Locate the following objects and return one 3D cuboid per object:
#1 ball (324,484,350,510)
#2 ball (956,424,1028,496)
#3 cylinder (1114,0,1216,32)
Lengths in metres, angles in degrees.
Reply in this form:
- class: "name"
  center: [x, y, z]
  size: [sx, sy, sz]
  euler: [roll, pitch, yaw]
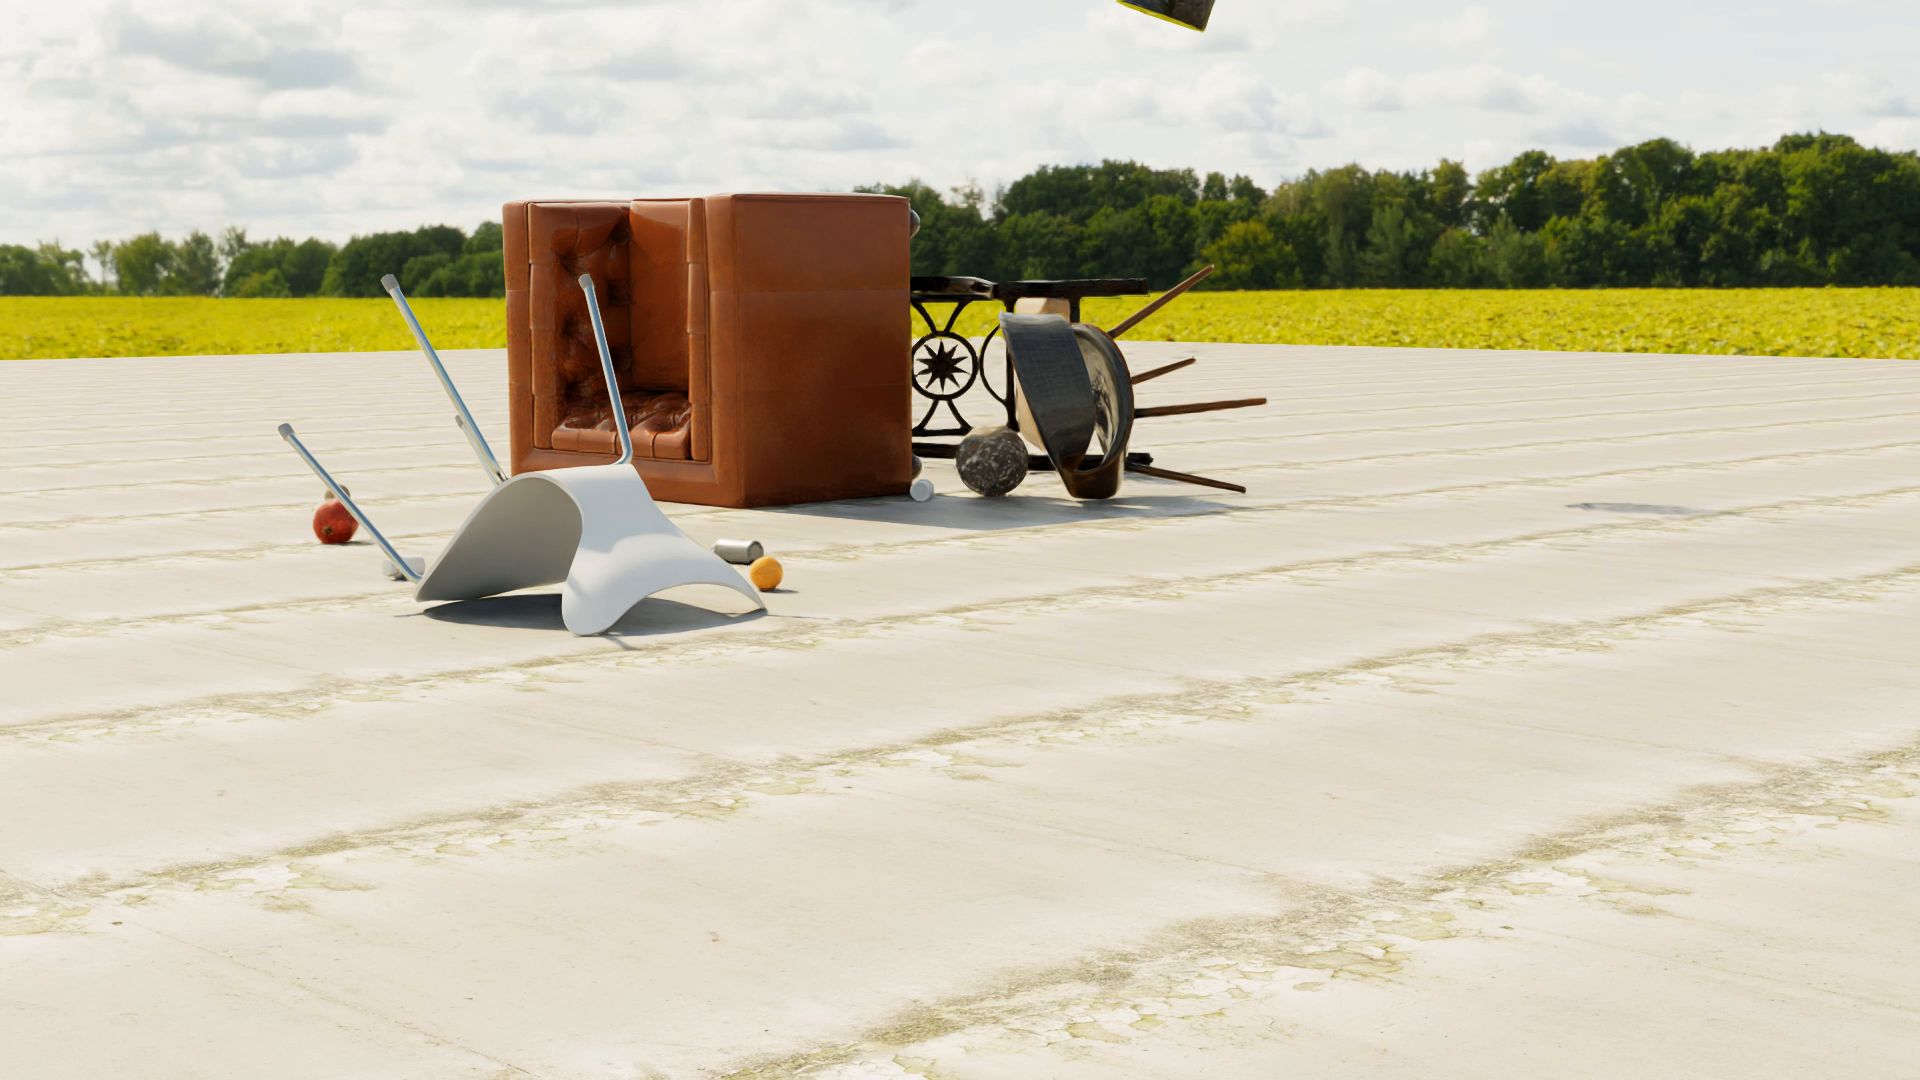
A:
- class: "ball"
  center: [-1.760, -0.124, 7.250]
  size: [0.074, 0.074, 0.074]
  euler: [0, 6, 0]
- class: "ball"
  center: [0.096, -0.238, 7.660]
  size: [0.218, 0.218, 0.218]
  euler: [0, 6, 0]
- class: "cylinder"
  center: [0.665, -1.763, 8.234]
  size: [0.313, 0.168, 0.257]
  euler: [21, 9, 7]
